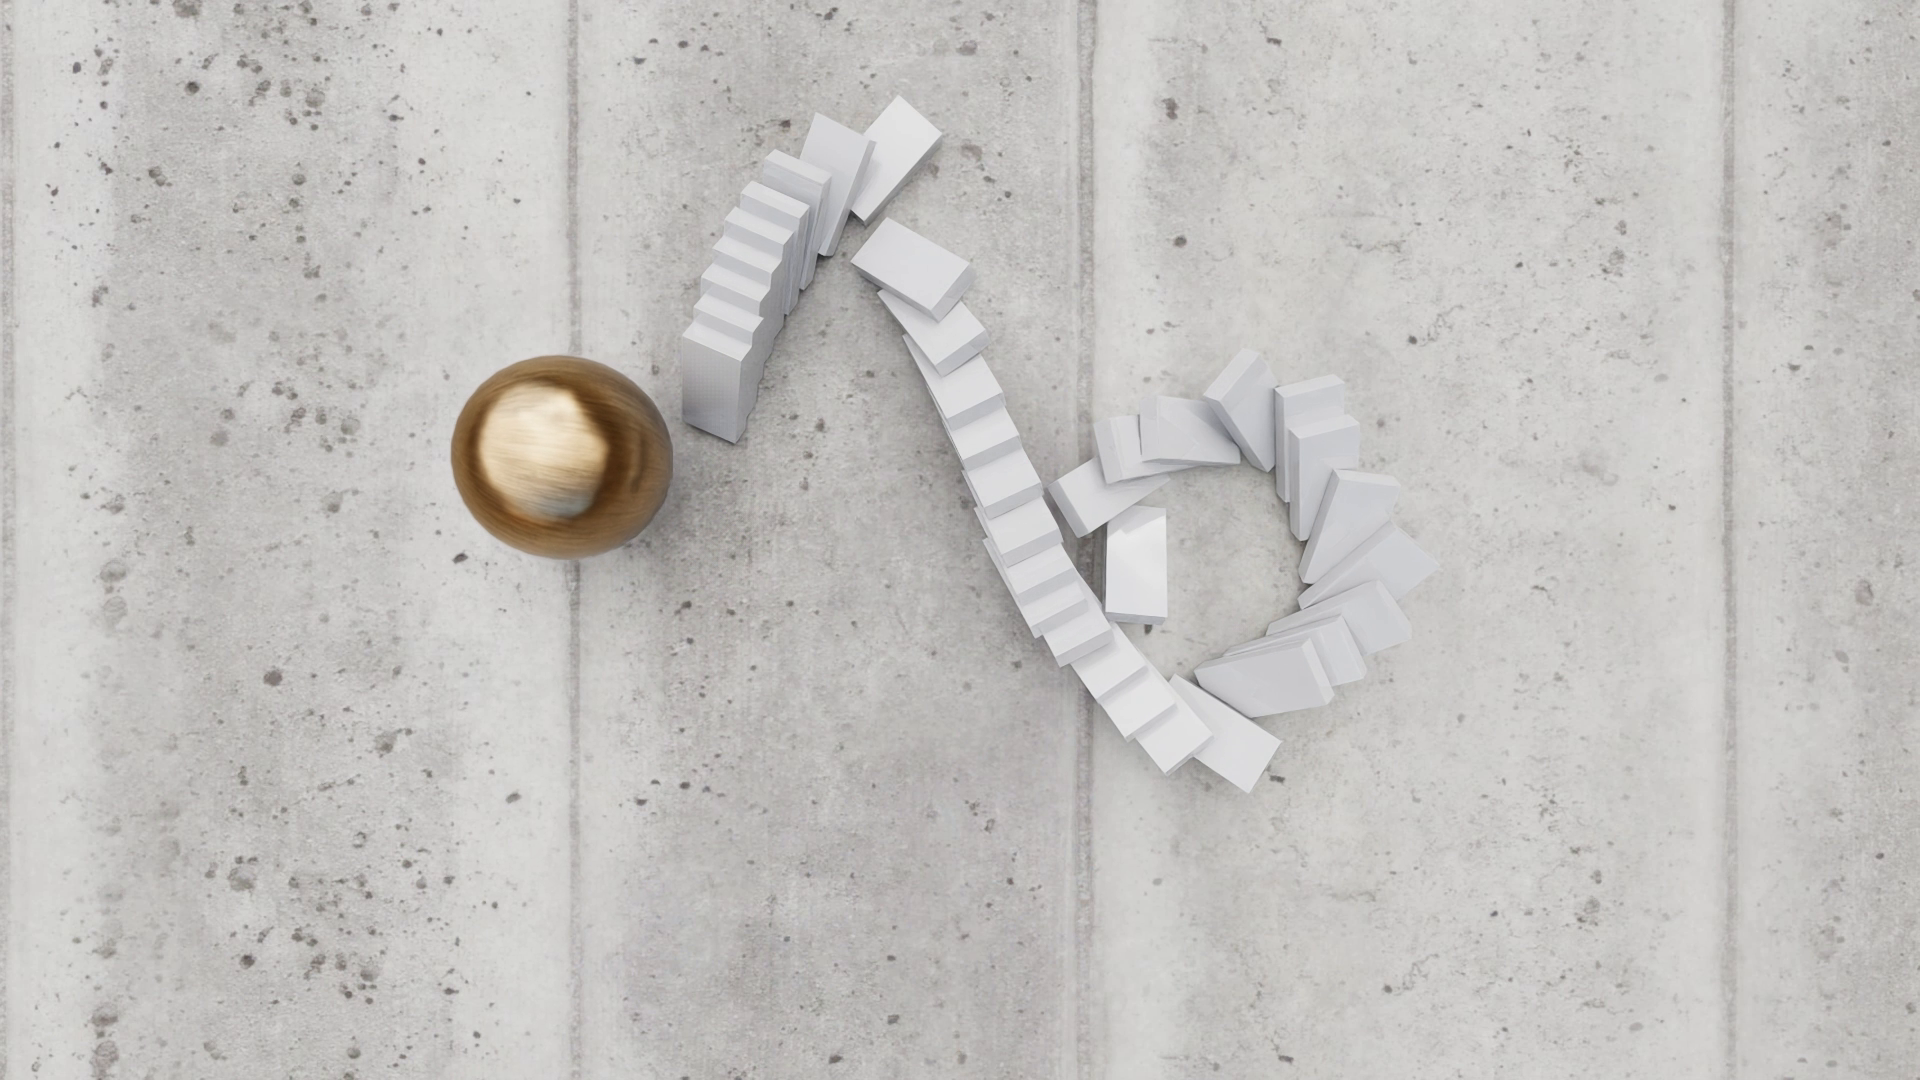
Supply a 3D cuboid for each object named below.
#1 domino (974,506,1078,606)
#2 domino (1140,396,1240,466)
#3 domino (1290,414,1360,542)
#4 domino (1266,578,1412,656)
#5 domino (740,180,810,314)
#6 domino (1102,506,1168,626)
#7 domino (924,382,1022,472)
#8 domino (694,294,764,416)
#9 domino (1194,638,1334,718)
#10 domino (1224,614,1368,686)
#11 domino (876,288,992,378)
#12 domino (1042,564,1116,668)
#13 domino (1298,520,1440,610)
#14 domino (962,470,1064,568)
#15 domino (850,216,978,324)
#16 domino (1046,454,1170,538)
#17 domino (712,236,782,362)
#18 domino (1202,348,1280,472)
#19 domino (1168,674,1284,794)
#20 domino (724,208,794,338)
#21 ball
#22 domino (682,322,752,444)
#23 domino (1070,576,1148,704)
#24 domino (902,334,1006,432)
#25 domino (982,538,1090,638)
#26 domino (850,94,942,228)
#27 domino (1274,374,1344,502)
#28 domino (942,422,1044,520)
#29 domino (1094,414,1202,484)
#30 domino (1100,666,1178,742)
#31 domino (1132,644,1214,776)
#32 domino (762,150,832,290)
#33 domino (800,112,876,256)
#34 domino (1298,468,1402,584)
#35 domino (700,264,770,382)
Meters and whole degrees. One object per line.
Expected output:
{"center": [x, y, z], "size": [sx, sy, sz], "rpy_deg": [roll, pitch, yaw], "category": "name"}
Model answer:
{"center": [0.027, 0.001, 0.379], "size": [0.025, 0.010, 0.050], "rpy_deg": [-26, 51, 1], "category": "domino"}
{"center": [0.096, -0.045, 0.381], "size": [0.050, 0.009, 0.025], "rpy_deg": [0, 87, -35], "category": "domino"}
{"center": [0.152, -0.025, 0.382], "size": [0.025, 0.010, 0.050], "rpy_deg": [-14, 122, 0], "category": "domino"}
{"center": [0.156, 0.038, 0.380], "size": [0.050, 0.009, 0.025], "rpy_deg": [-32, 98, 37], "category": "domino"}
{"center": [-0.078, -0.119, 0.377], "size": [0.025, 0.050, 0.010], "rpy_deg": [23, 53, 0], "category": "domino"}
{"center": [0.073, 0.010, 0.385], "size": [0.025, 0.010, 0.050], "rpy_deg": [5, 64, 0], "category": "domino"}
{"center": [0.004, -0.055, 0.383], "size": [0.025, 0.010, 0.050], "rpy_deg": [-24, 60, 0], "category": "domino"}
{"center": [-0.096, -0.075, 0.377], "size": [0.025, 0.050, 0.010], "rpy_deg": [23, 53, 0], "category": "domino"}
{"center": [0.125, 0.059, 0.379], "size": [0.050, 0.009, 0.025], "rpy_deg": [-23, 91, 43], "category": "domino"}
{"center": [0.139, 0.051, 0.381], "size": [0.050, 0.010, 0.025], "rpy_deg": [-25, 90, 36], "category": "domino"}
{"center": [-0.011, -0.093, 0.384], "size": [0.025, 0.010, 0.050], "rpy_deg": [-35, 61, 0], "category": "domino"}
{"center": [0.041, 0.026, 0.380], "size": [0.025, 0.010, 0.050], "rpy_deg": [-27, 51, 0], "category": "domino"}
{"center": [0.170, 0.018, 0.383], "size": [0.025, 0.009, 0.050], "rpy_deg": [37, 116, -9], "category": "domino"}
{"center": [0.021, -0.015, 0.380], "size": [0.025, 0.009, 0.050], "rpy_deg": [-25, 51, 1], "category": "domino"}
{"center": [-0.020, -0.113, 0.384], "size": [0.050, 0.010, 0.025], "rpy_deg": [37, 87, 28], "category": "domino"}
{"center": [0.063, -0.024, 0.384], "size": [0.050, 0.010, 0.025], "rpy_deg": [-31, 90, -28], "category": "domino"}
{"center": [-0.089, -0.098, 0.377], "size": [0.025, 0.050, 0.009], "rpy_deg": [23, 53, 0], "category": "domino"}
{"center": [0.123, -0.053, 0.381], "size": [0.025, 0.009, 0.050], "rpy_deg": [-50, 128, -1], "category": "domino"}
{"center": [0.106, 0.080, 0.383], "size": [0.050, 0.009, 0.025], "rpy_deg": [33, 96, 27], "category": "domino"}
{"center": [-0.084, -0.109, 0.377], "size": [0.025, 0.050, 0.010], "rpy_deg": [23, 53, 0], "category": "domino"}
{"center": [-0.154, -0.032, 0.360], "size": [0.080, 0.080, 0.080], "rpy_deg": [0, 90, 0], "category": "ball"}
{"center": [-0.101, -0.064, 0.377], "size": [0.025, 0.050, 0.009], "rpy_deg": [23, 53, 0], "category": "domino"}
{"center": [0.054, 0.041, 0.384], "size": [0.025, 0.009, 0.050], "rpy_deg": [-34, 60, 0], "category": "domino"}
{"center": [-0.003, -0.071, 0.383], "size": [0.025, 0.010, 0.050], "rpy_deg": [-26, 60, -1], "category": "domino"}
{"center": [0.031, 0.014, 0.381], "size": [0.025, 0.009, 0.050], "rpy_deg": [-28, 51, 0], "category": "domino"}
{"center": [-0.033, -0.163, 0.395], "size": [0.025, 0.009, 0.050], "rpy_deg": [42, 90, 0], "category": "domino"}
{"center": [0.146, -0.042, 0.383], "size": [0.025, 0.010, 0.050], "rpy_deg": [-14, 122, 0], "category": "domino"}
{"center": [0.013, -0.035, 0.382], "size": [0.025, 0.010, 0.050], "rpy_deg": [-24, 56, 0], "category": "domino"}
{"center": [0.079, -0.040, 0.381], "size": [0.050, 0.010, 0.025], "rpy_deg": [-12, 88, -36], "category": "domino"}
{"center": [0.065, 0.056, 0.384], "size": [0.025, 0.010, 0.050], "rpy_deg": [-35, 60, 0], "category": "domino"}
{"center": [0.080, 0.071, 0.384], "size": [0.025, 0.009, 0.050], "rpy_deg": [-39, 60, 0], "category": "domino"}
{"center": [-0.070, -0.131, 0.379], "size": [0.025, 0.050, 0.010], "rpy_deg": [24, 47, 0], "category": "domino"}
{"center": [-0.057, -0.149, 0.385], "size": [0.025, 0.009, 0.050], "rpy_deg": [28, 113, 3], "category": "domino"}
{"center": [0.162, -0.004, 0.383], "size": [0.025, 0.010, 0.050], "rpy_deg": [7, 121, 0], "category": "domino"}
{"center": [-0.093, -0.087, 0.377], "size": [0.025, 0.050, 0.010], "rpy_deg": [23, 53, 0], "category": "domino"}
